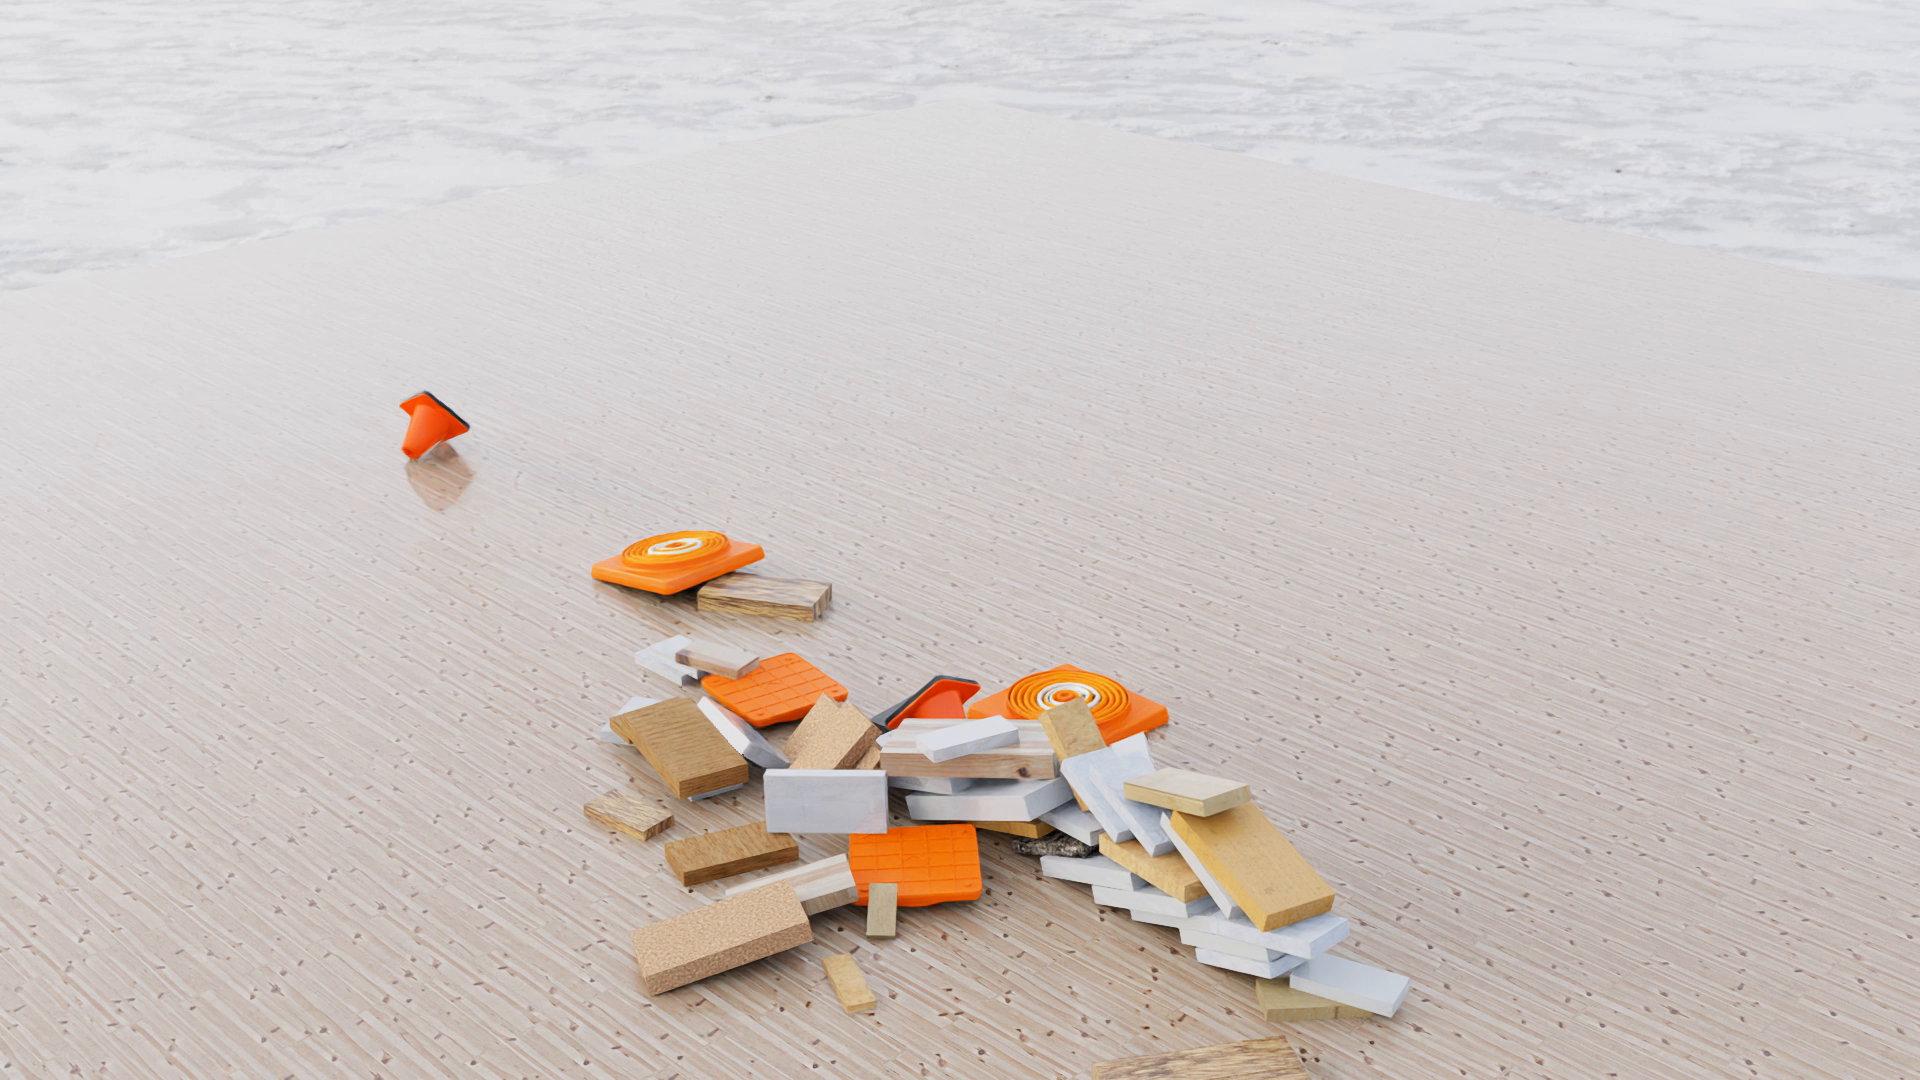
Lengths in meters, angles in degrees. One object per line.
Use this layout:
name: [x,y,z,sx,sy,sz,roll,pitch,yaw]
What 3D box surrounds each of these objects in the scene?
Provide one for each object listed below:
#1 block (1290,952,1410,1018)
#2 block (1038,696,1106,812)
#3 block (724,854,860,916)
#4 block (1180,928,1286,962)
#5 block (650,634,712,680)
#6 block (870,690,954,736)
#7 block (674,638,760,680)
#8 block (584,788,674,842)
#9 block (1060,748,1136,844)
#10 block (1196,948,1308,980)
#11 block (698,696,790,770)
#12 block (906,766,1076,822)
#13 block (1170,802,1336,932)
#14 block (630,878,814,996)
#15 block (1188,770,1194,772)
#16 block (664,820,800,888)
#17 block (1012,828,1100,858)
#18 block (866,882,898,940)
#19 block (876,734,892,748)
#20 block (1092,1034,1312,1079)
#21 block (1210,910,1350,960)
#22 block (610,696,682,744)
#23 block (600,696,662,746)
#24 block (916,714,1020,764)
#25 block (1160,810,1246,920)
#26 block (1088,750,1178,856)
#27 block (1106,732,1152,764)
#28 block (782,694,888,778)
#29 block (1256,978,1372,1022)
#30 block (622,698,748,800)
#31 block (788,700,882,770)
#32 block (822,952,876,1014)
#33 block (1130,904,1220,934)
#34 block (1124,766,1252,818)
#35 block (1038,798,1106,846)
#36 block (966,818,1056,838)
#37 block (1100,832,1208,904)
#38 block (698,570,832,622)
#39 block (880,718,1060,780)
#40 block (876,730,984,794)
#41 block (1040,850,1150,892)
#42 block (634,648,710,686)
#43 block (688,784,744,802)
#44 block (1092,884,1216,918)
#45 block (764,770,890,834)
block: [0.680,0.773,3.839,0.185,0.026,0.093,12,26,27]
block: [0.238,0.413,4.258,0.103,0.205,0.029,-18,-10,-40]
block: [-0.314,0.661,4.102,0.234,0.033,0.117,-16,25,-7]
block: [0.510,0.705,3.943,0.110,0.031,0.221,-18,11,-36]
block: [-0.623,0.267,5.037,0.086,0.024,0.173,-21,31,-40]
block: [-0.107,0.386,4.818,0.091,0.026,0.182,17,29,35]
block: [-0.548,0.269,4.969,0.173,0.024,0.086,13,26,28]
block: [-0.666,0.553,4.427,0.171,0.024,0.085,17,28,35]
block: [0.286,0.480,4.146,0.103,0.029,0.205,-12,43,-27]
block: [0.518,0.738,3.917,0.093,0.026,0.185,-18,11,-36]
block: [-0.461,0.415,4.651,0.119,0.034,0.238,35,-1,-37]
block: [0.072,0.501,4.357,0.174,0.049,0.348,-22,9,-41]
block: [0.517,0.566,3.906,0.148,0.042,0.295,-12,39,-27]
block: [-0.430,0.712,3.956,0.303,0.043,0.152,-17,27,-12]
block: [0.439,0.543,4.443,0.103,0.029,0.268,-1,23,-1]
block: [-0.445,0.608,4.286,0.234,0.033,0.117,-10,25,-23]
block: [0.204,0.581,4.264,0.099,0.028,0.198,-19,9,-41]
block: [-0.143,0.685,4.059,0.053,0.015,0.105,1,55,2]
block: [-0.166,0.428,4.556,0.105,0.015,0.053,-20,14,-37]
block: [0.398,0.893,3.602,0.335,0.042,0.148,-5,24,-12]
block: [0.558,0.676,3.852,0.110,0.031,0.221,-20,18,-41]
block: [-0.660,0.389,4.748,0.171,0.024,0.085,-17,31,-33]
block: [-0.709,0.395,4.799,0.086,0.024,0.171,7,24,16]
block: [0.014,0.389,4.309,0.182,0.026,0.091,-12,19,-20]
block: [0.470,0.573,3.953,0.111,0.031,0.259,-8,37,-23]
block: [0.346,0.490,4.097,0.111,0.031,0.222,-13,43,-28]
block: [0.356,0.502,4.500,0.091,0.026,0.353,-23,22,8]
block: [-0.252,0.446,4.528,0.043,0.152,0.303,36,1,-34]
block: [0.618,0.800,3.842,0.185,0.026,0.093,-2,23,-4]
block: [-0.575,0.432,4.587,0.152,0.043,0.303,-12,29,-27]
block: [-0.271,0.448,4.467,0.238,0.034,0.119,-49,35,-2]
block: [-0.197,0.784,3.894,0.053,0.015,0.157,-8,24,-18]
block: [0.426,0.676,4.036,0.110,0.031,0.221,-18,9,-36]
block: [0.412,0.457,4.003,0.111,0.031,0.222,-13,11,-34]
block: [0.238,0.535,4.233,0.099,0.028,0.198,-14,16,-27]
block: [0.114,0.550,4.366,0.198,0.028,0.099,3,17,45]
block: [0.383,0.585,4.042,0.126,0.036,0.253,-15,23,-30]
block: [-0.477,0.136,5.386,0.295,0.042,0.148,6,24,14]
block: [0.034,0.412,4.356,0.348,0.049,0.174,-1,18,16]
block: [-0.077,0.453,4.509,0.174,0.049,0.348,-22,15,-41]
block: [0.284,0.613,4.173,0.126,0.036,0.253,-19,11,-37]
block: [-0.661,0.284,5.060,0.086,0.024,0.173,-21,31,-41]
block: [-0.560,0.469,4.612,0.117,0.033,0.234,-13,26,-29]
block: [0.376,0.647,4.072,0.126,0.036,0.253,-18,9,-36]
block: [-0.261,0.511,4.299,0.238,0.119,0.034,0,15,7]
